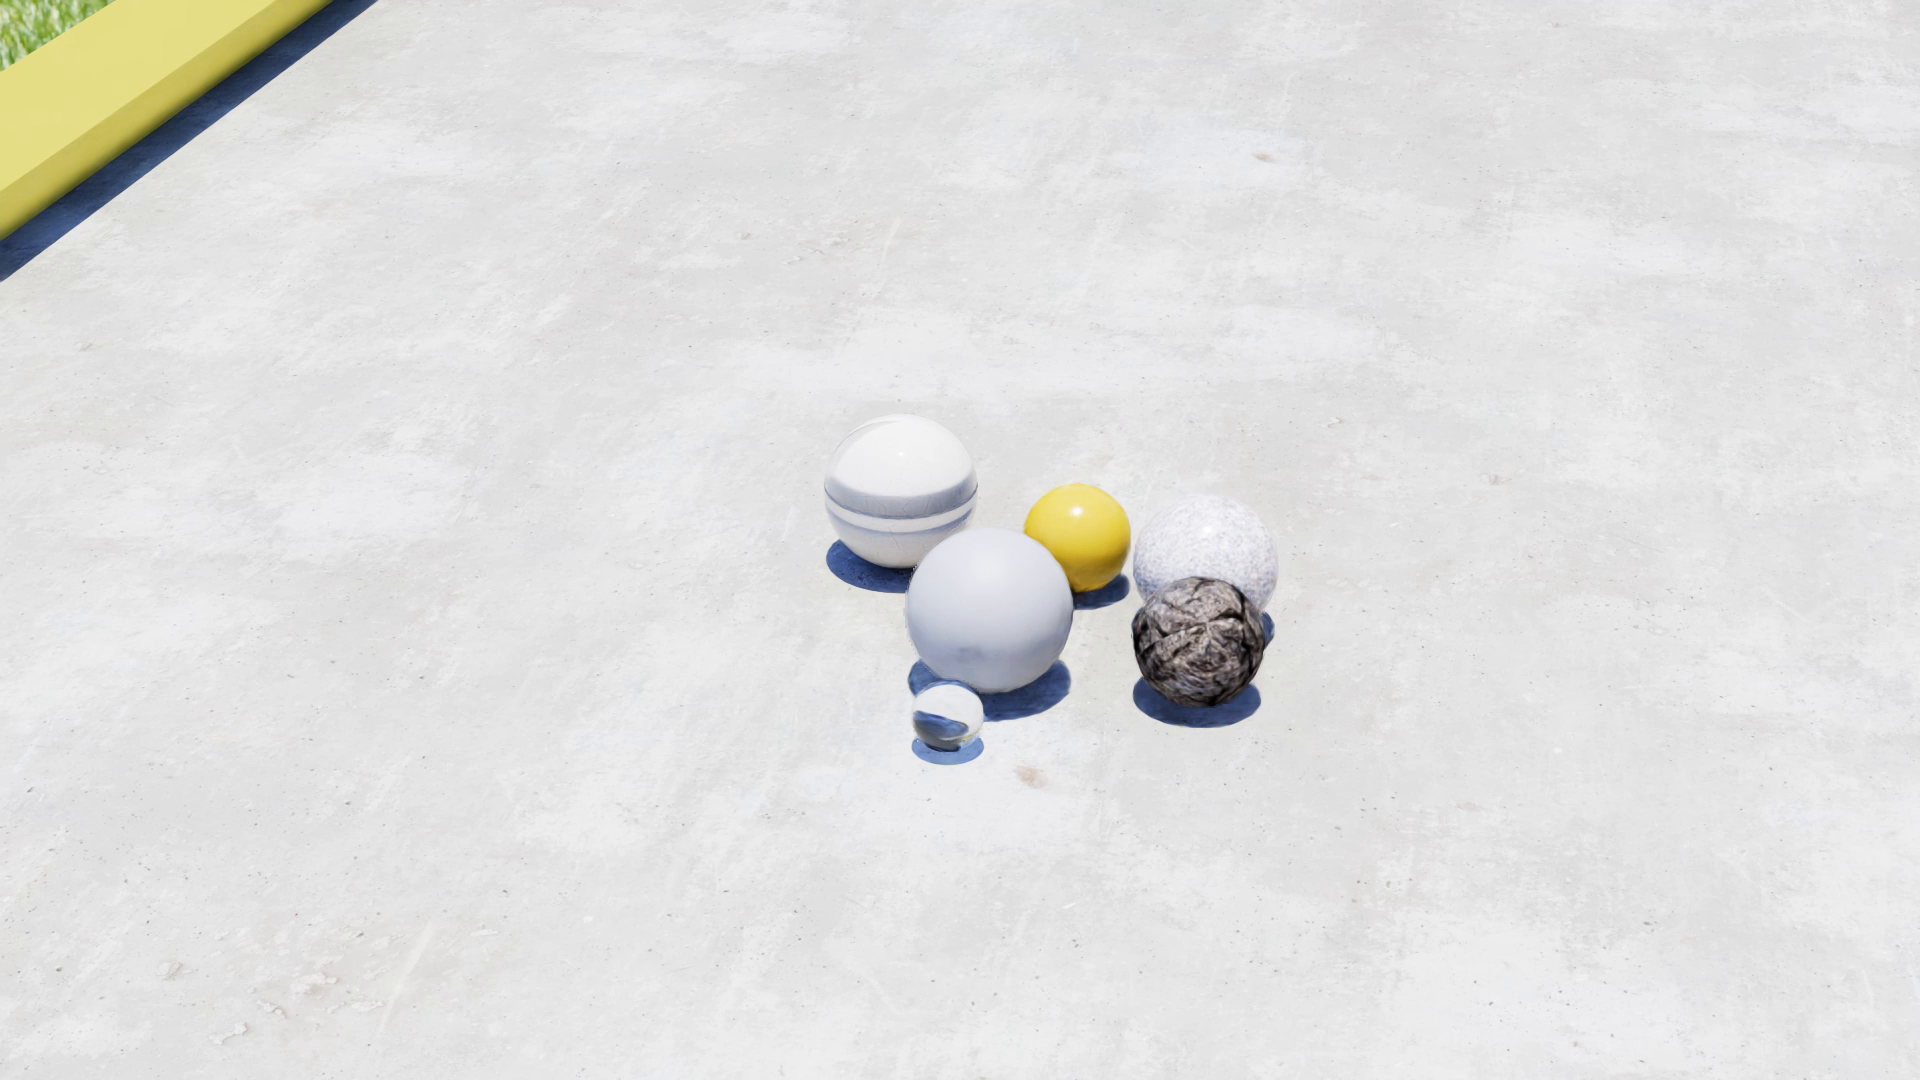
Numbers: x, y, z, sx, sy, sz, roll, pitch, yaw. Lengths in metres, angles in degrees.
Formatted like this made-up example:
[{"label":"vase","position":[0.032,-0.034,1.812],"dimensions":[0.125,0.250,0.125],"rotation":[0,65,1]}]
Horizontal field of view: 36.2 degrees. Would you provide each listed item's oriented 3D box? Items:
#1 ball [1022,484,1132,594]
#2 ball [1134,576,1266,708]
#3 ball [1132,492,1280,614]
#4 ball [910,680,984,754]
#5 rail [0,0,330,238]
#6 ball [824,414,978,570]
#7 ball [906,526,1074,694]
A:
[{"label":"ball","position":[0.070,-0.001,1.774],"dimensions":[0.067,0.067,0.067],"rotation":[0,27,0]},{"label":"ball","position":[0.134,0.057,1.653],"dimensions":[0.074,0.074,0.074],"rotation":[0,27,0]},{"label":"ball","position":[0.144,0.015,1.722],"dimensions":[0.086,0.086,0.086],"rotation":[0,27,0]},{"label":"ball","position":[-0.007,0.097,1.613],"dimensions":[0.040,0.040,0.040],"rotation":[0,27,0]},{"label":"rail","position":[-0.638,-0.474,2.624],"dimensions":[0.045,0.123,3.298],"rotation":[6,28,11]},{"label":"ball","position":[-0.036,-0.030,1.798],"dimensions":[0.095,0.095,0.095],"rotation":[0,27,0]},{"label":"ball","position":[0.017,0.040,1.664],"dimensions":[0.095,0.095,0.095],"rotation":[0,27,0]}]
